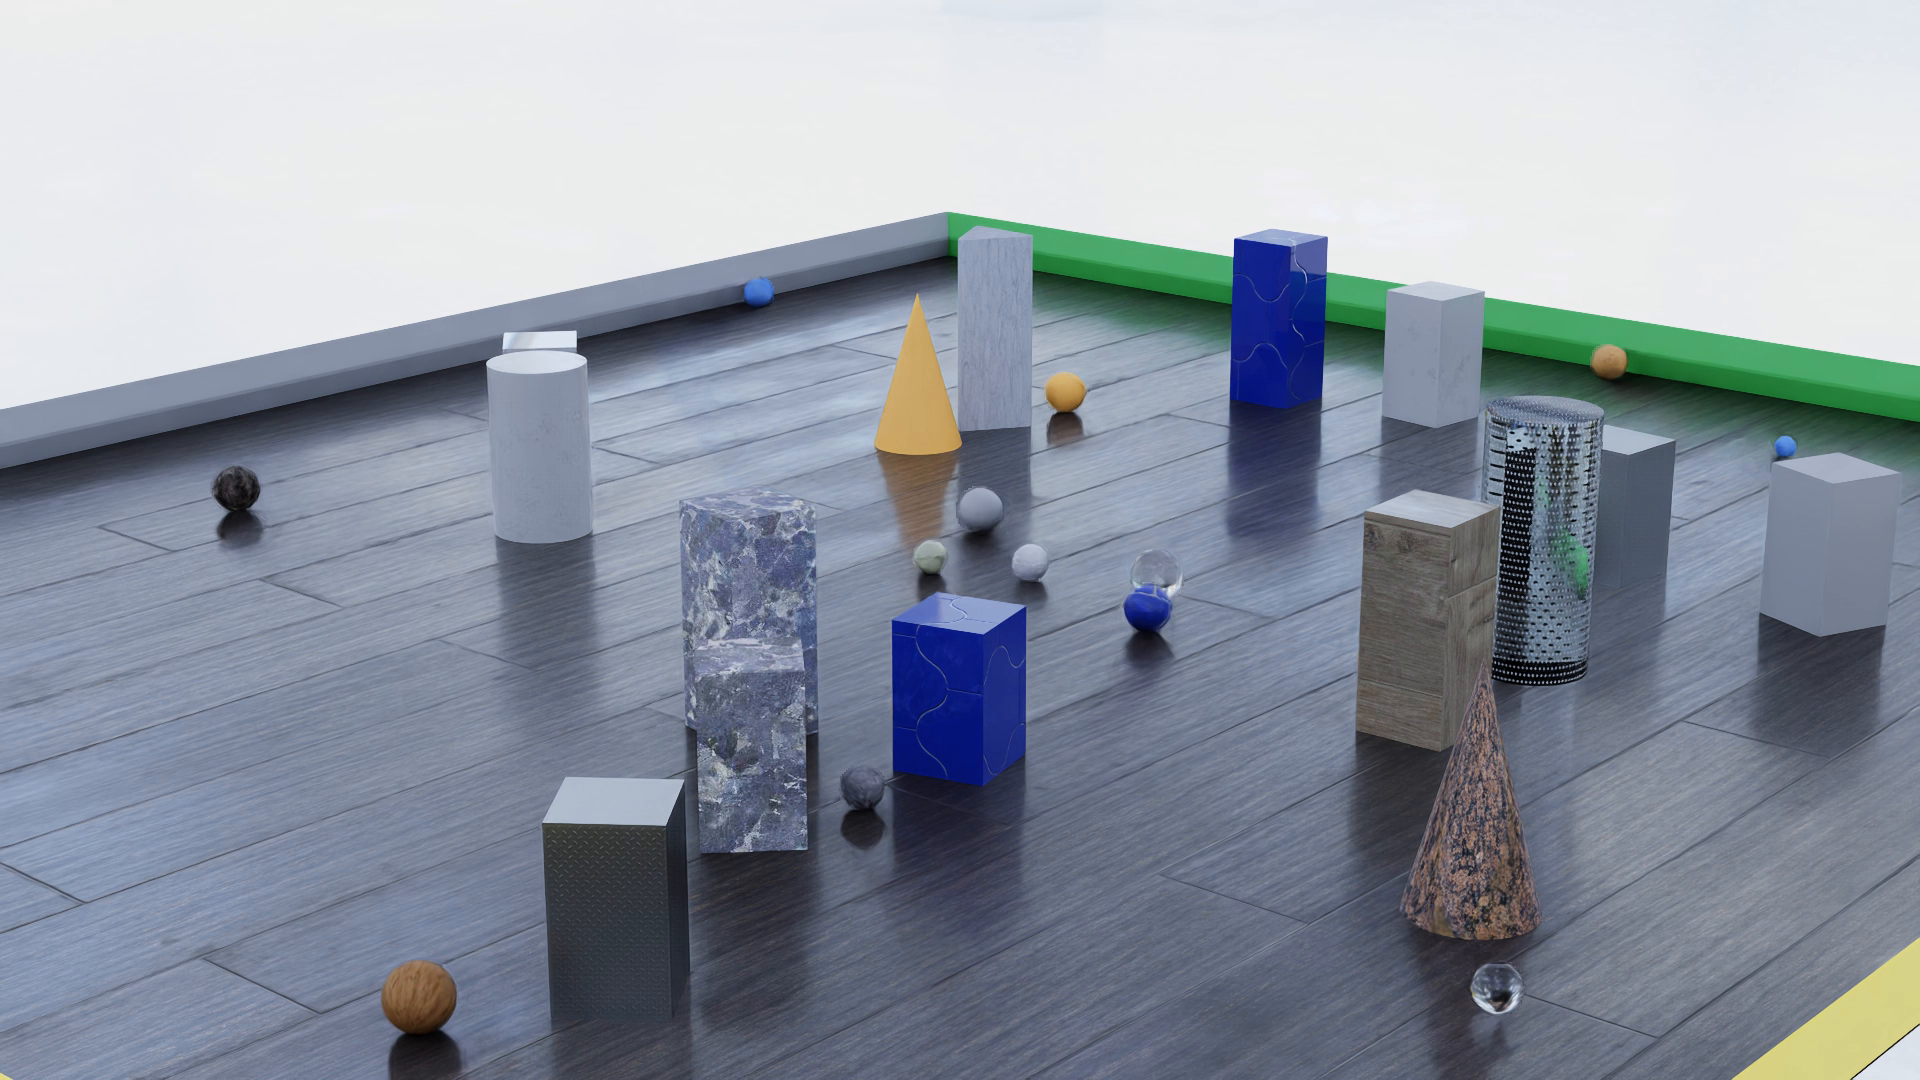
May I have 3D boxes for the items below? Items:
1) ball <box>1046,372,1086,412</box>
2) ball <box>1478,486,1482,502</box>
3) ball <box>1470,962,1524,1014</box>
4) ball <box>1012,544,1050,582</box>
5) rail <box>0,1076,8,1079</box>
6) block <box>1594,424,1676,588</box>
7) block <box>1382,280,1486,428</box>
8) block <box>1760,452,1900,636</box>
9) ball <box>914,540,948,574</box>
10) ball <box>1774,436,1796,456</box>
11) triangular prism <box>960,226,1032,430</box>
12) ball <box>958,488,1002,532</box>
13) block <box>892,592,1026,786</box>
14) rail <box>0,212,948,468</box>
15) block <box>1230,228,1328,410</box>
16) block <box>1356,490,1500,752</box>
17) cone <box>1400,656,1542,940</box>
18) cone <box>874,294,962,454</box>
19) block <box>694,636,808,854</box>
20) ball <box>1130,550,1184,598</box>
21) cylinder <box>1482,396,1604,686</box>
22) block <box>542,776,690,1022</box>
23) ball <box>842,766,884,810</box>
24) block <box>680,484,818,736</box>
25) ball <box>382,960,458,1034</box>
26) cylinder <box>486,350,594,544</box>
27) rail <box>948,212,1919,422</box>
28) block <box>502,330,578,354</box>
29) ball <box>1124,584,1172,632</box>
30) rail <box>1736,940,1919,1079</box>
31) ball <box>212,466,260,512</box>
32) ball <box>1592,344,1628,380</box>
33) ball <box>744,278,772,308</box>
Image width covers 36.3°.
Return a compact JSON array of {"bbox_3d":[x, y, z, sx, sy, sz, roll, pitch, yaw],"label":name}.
[{"bbox_3d":[0.229,-0.320,6.337,0.087,0.087,0.087,0,17,0],"label":"ball"},{"bbox_3d":[1.024,-0.088,5.622,0.058,0.058,0.058,0,17,0],"label":"ball"},{"bbox_3d":[0.648,0.540,3.537,0.063,0.063,0.063,0,17,0],"label":"ball"},{"bbox_3d":[0.125,0.040,5.185,0.065,0.065,0.065,0,17,0],"label":"ball"},{"bbox_3d":[-1.447,0.513,3.526,3.966,0.119,0.045,14,22,39],"label":"rail"},{"bbox_3d":[1.160,-0.061,5.211,0.147,0.243,0.147,-16,23,-41],"label":"block"},{"bbox_3d":[1.012,-0.398,6.270,0.147,0.275,0.147,-15,22,-41],"label":"block"},{"bbox_3d":[1.468,0.006,4.951,0.147,0.266,0.147,-8,19,-25],"label":"block"},{"bbox_3d":[-0.052,0.030,5.227,0.059,0.059,0.059,0,17,0],"label":"ball"},{"bbox_3d":[1.685,-0.191,5.987,0.043,0.043,0.043,0,17,0],"label":"ball"},{"bbox_3d":[0.056,-0.452,6.215,0.159,0.409,0.138,-5,17,-15],"label":"triangular prism"},{"bbox_3d":[0.039,-0.055,5.469,0.083,0.083,0.083,0,17,0],"label":"ball"},{"bbox_3d":[0.000,0.217,4.311,0.147,0.232,0.147,8,19,25],"label":"block"},{"bbox_3d":[-1.480,-0.342,6.351,0.045,0.119,4.461,14,22,39],"label":"rail"},{"bbox_3d":[0.697,-0.485,6.414,0.147,0.358,0.147,13,21,37],"label":"block"},{"bbox_3d":[0.706,0.120,4.431,0.147,0.349,0.147,13,21,37],"label":"block"},{"bbox_3d":[0.667,0.315,3.780,0.184,0.353,0.184,0,17,0],"label":"cone"},{"bbox_3d":[-0.087,-0.354,6.047,0.184,0.319,0.184,0,17,0],"label":"cone"},{"bbox_3d":[-0.289,0.282,4.052,0.147,0.259,0.147,-1,17,-5],"label":"block"},{"bbox_3d":[0.340,0.062,5.067,0.092,0.092,0.092,0,17,0],"label":"ball"},{"bbox_3d":[0.923,0.000,4.687,0.184,0.430,0.184,0,17,0],"label":"cylinder"},{"bbox_3d":[-0.415,0.434,3.558,0.147,0.253,0.147,1,17,3],"label":"block"},{"bbox_3d":[-0.138,0.352,4.160,0.061,0.061,0.061,0,17,0],"label":"ball"},{"bbox_3d":[-0.318,0.116,4.426,0.147,0.358,0.147,-12,20,-34],"label":"block"},{"bbox_3d":[-0.642,0.543,3.483,0.088,0.088,0.088,0,17,0],"label":"ball"},{"bbox_3d":[-0.780,-0.174,5.450,0.184,0.322,0.184,0,17,0],"label":"cylinder"},{"bbox_3d":[1.447,-0.453,6.716,3.966,0.119,0.045,14,22,39],"label":"rail"},{"bbox_3d":[-0.854,-0.295,5.997,0.147,0.235,0.147,-2,17,-7],"label":"block"},{"bbox_3d":[0.315,0.115,4.911,0.080,0.080,0.080,0,17,0],"label":"ball"},{"bbox_3d":[1.480,0.402,3.892,0.045,0.119,4.461,14,22,39],"label":"rail"},{"bbox_3d":[-1.383,-0.099,5.603,0.088,0.088,0.088,0,17,0],"label":"ball"},{"bbox_3d":[1.468,-0.401,6.619,0.079,0.079,0.079,0,17,0],"label":"ball"},{"bbox_3d":[-0.506,-0.620,7.354,0.071,0.071,0.071,0,17,0],"label":"ball"}]
